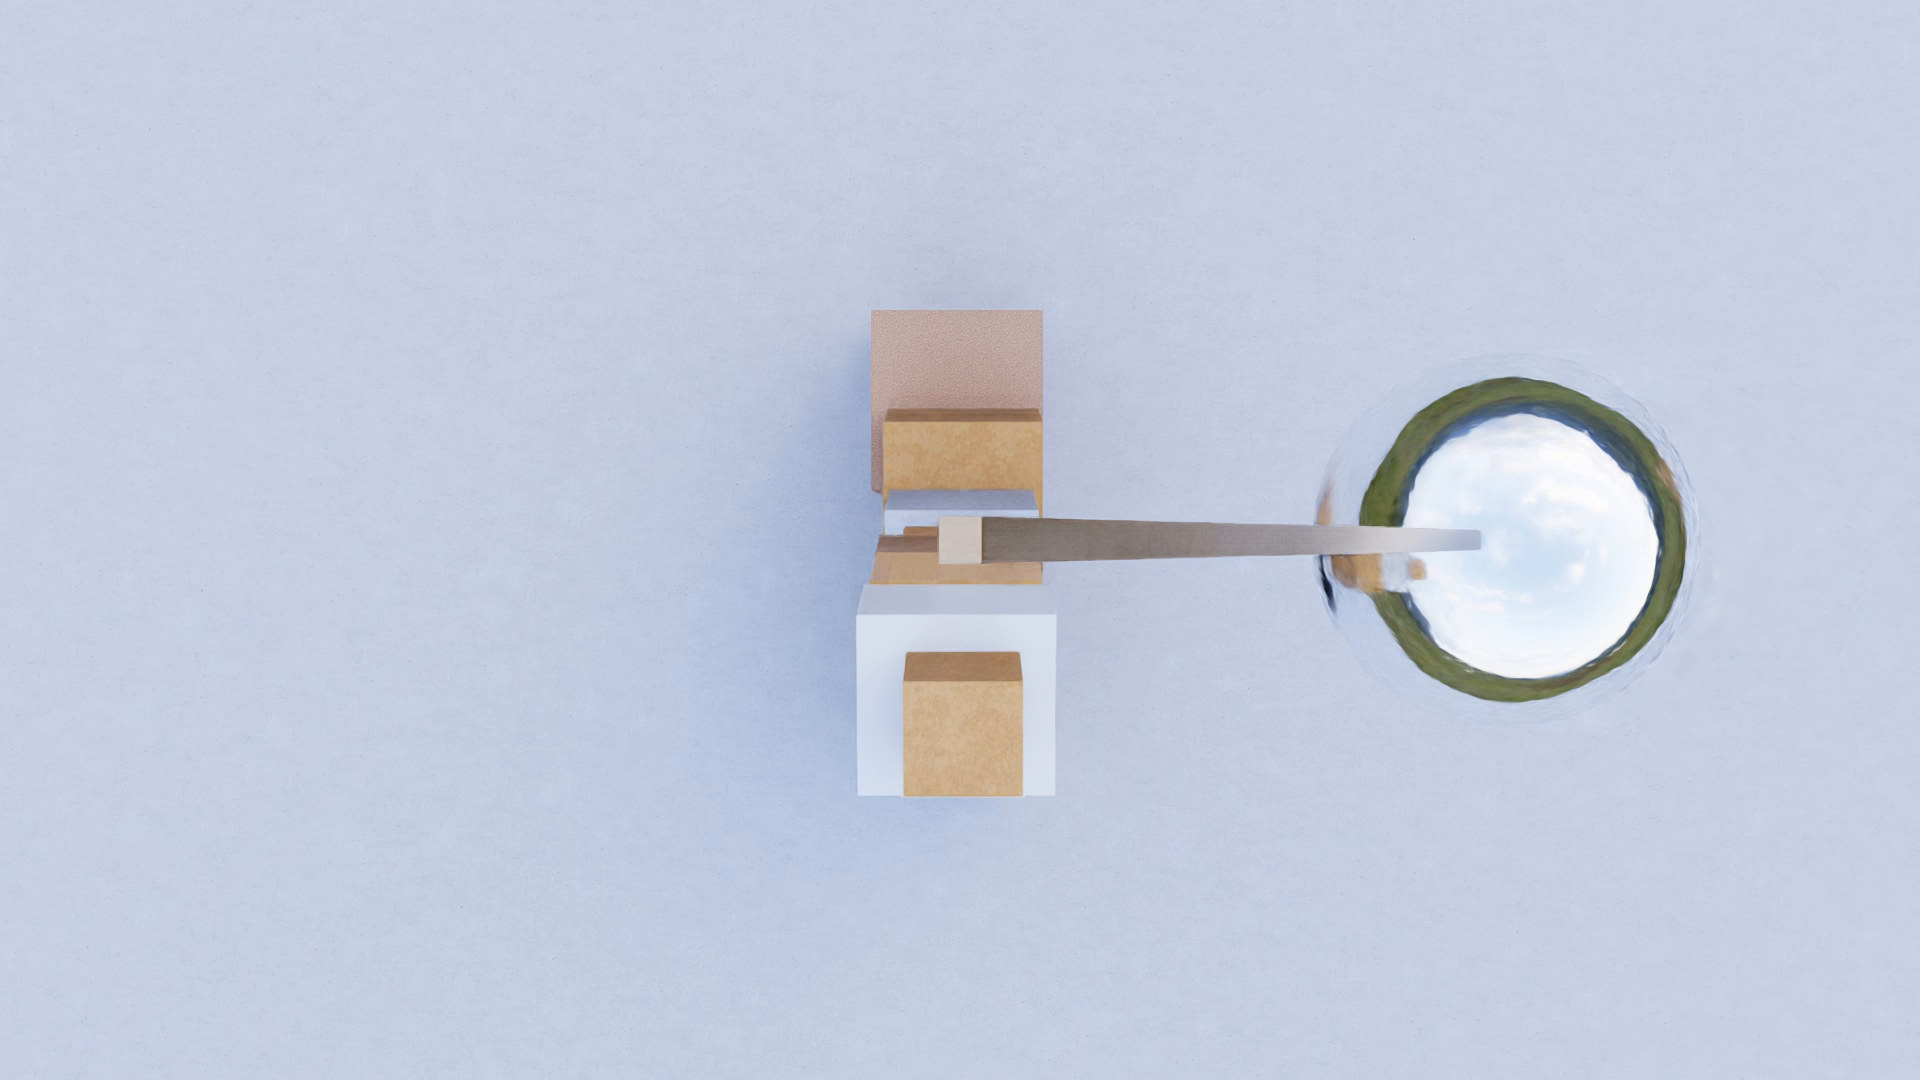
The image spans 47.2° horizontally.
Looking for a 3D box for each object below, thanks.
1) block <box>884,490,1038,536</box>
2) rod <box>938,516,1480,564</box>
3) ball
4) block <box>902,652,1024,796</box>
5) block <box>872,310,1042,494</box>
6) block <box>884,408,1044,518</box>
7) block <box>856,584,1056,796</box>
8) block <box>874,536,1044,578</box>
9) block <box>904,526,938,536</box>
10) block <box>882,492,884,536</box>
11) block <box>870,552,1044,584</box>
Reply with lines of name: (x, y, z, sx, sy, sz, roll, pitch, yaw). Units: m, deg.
block: (0.007, 0.170, 10.941, 0.738, 0.734, 0.753, 0, 99, 0)
rod: (0.994, 0.000, 6.172, 0.080, 5.200, 0.080, 0, 90, 22)
ball: (2.295, 0.000, 9.313, 1.600, 1.600, 1.600, 0, 90, 0)
block: (0.011, 0.659, 7.953, 0.421, 0.492, 0.415, 0, 99, 0)
block: (-0.016, -0.764, 12.500, 0.937, 1.000, 0.981, 0, 90, 0)
block: (0.016, -0.275, 11.623, 0.814, 0.745, 0.779, 0, 99, 0)
block: (-0.013, 0.568, 8.501, 0.740, 0.619, 0.691, 0, 99, 0)
block: (-0.004, 0.355, 9.788, 0.727, 0.624, 0.663, 0, 99, 0)
block: (0.001, 0.267, 10.337, 0.532, 0.487, 0.604, 0, 99, 0)
block: (0.008, 0.133, 12.595, 0.871, 0.810, 0.792, 0, 90, 0)
block: (-0.012, 0.462, 9.143, 0.690, 0.683, 0.723, 0, 99, 0)
